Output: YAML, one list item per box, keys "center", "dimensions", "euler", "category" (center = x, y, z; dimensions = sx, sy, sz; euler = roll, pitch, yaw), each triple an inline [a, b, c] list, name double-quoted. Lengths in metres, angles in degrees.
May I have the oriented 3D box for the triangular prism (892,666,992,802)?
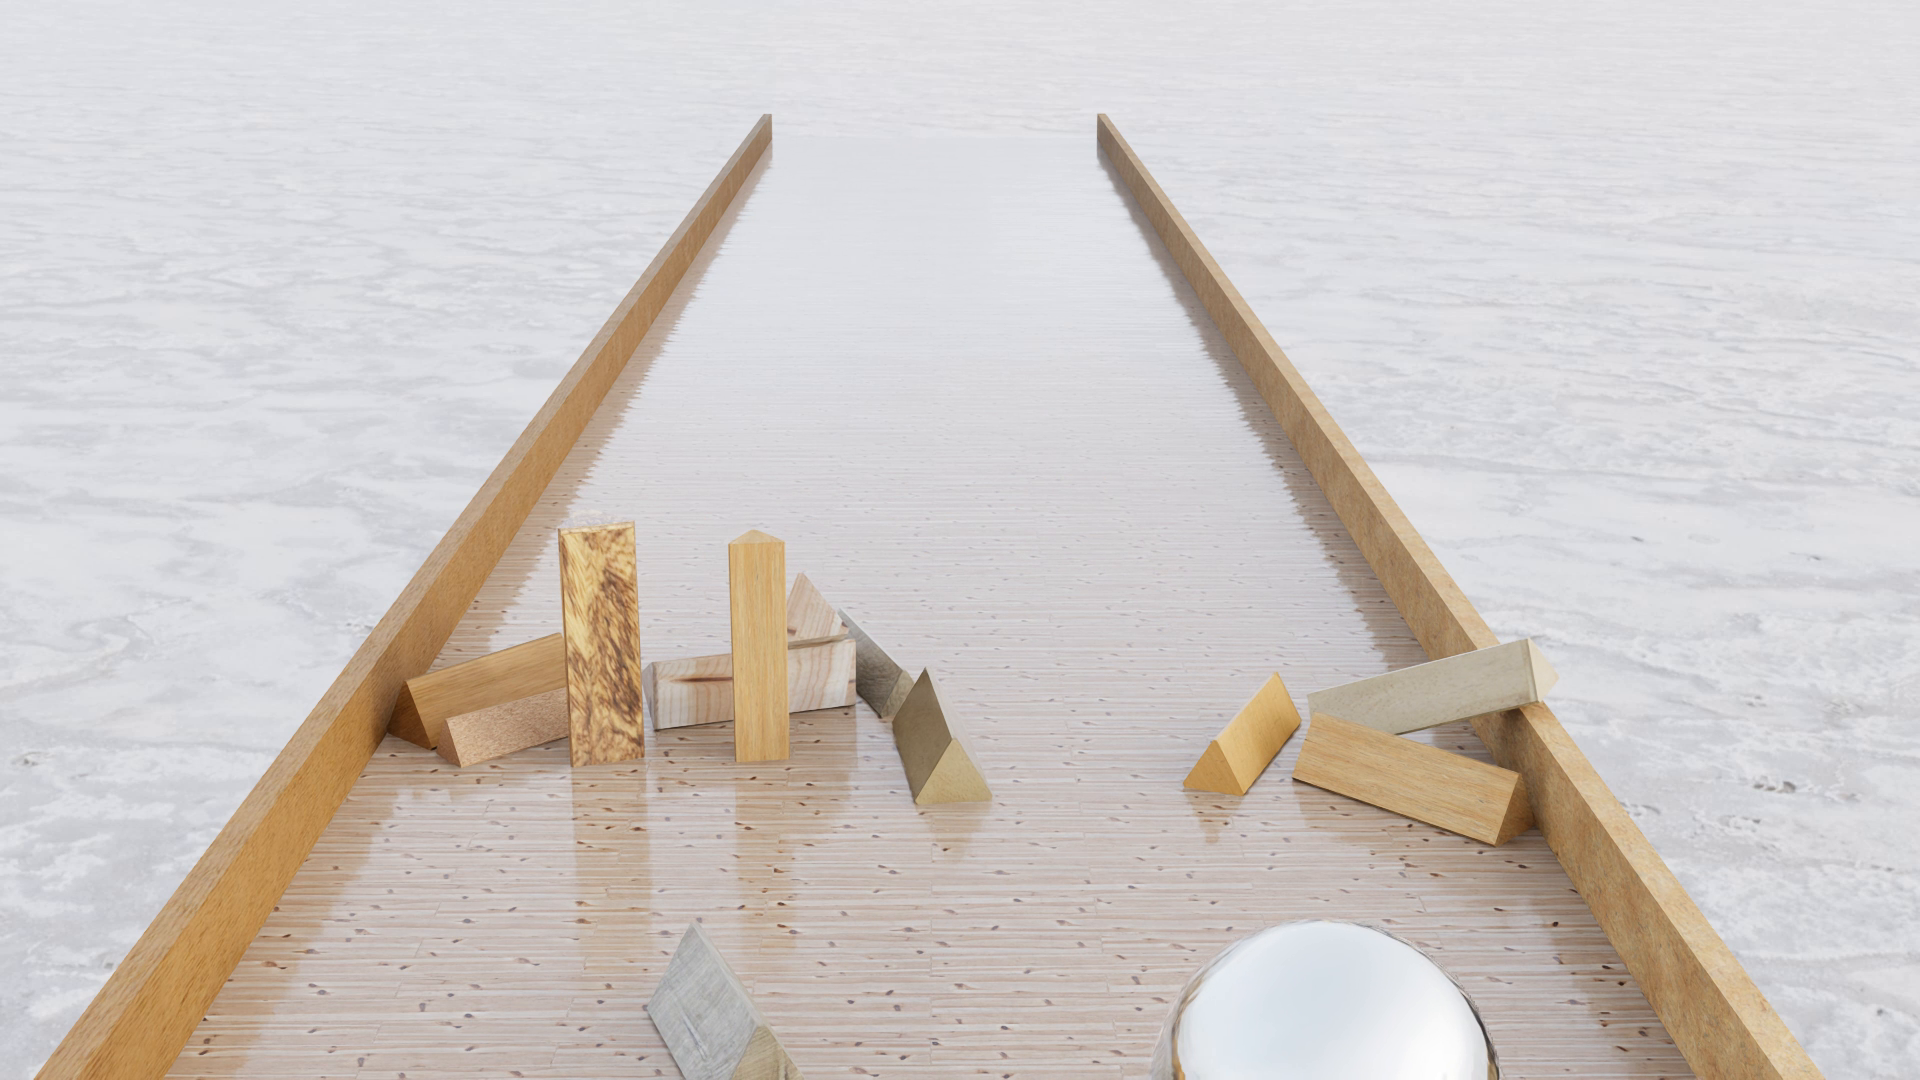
- center: [-0.035, 0.337, 3.886]
  dimensions: [0.130, 0.113, 0.365]
  euler: [-2, 17, -8]
  category: "triangular prism"

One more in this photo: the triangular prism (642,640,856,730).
- center: [-0.389, 0.245, 4.108]
  dimensions: [0.387, 0.114, 0.132]
  euler: [-6, 49, -19]
  category: "triangular prism"

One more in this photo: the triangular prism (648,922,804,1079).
- center: [-0.306, 0.624, 2.901]
  dimensions: [0.142, 0.123, 0.313]
  euler: [-7, 18, -21]
  category: "triangular prism"

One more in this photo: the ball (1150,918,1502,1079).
- center: [0.407, 0.620, 2.457]
  dimensions: [0.390, 0.390, 0.390]
  euler: [0, 17, 0]
  category: "ball"

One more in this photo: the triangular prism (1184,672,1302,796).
- center: [0.510, 0.336, 3.925]
  dimensions: [0.107, 0.093, 0.375]
  euler: [7, 18, 23]
  category: "triangular prism"

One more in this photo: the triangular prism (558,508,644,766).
- center: [-0.645, 0.168, 3.891]
  dimensions: [0.132, 0.439, 0.114]
  euler: [-6, 18, -21]
  category: "triangular prism"

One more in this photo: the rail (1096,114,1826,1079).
- center: [0.932, -0.844, 7.801]
  dimensions: [0.050, 0.150, 12.000]
  euler: [0, 17, -1]
  category: "rail"

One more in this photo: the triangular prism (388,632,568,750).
- center: [-0.884, 0.270, 4.104]
  dimensions: [0.134, 0.116, 0.355]
  euler: [14, 22, 39]
  category: "triangular prism"

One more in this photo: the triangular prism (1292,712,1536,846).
- center: [0.764, 0.390, 3.714]
  dimensions: [0.403, 0.108, 0.125]
  euler: [16, 23, 42]
  category: "triangular prism"

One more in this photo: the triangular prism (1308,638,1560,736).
- center: [0.812, 0.264, 3.842]
  dimensions: [0.436, 0.097, 0.112]
  euler: [-19, 8, 37]
  category: "triangular prism"

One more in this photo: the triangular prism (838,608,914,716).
- center: [-0.172, 0.230, 4.294]
  dimensions: [0.098, 0.085, 0.397]
  euler: [-6, 18, -19]
  category: "triangular prism"

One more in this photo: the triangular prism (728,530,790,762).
- center: [-0.358, 0.186, 3.893]
  dimensions: [0.097, 0.404, 0.084]
  euler: [-3, 17, -9]
  category: "triangular prism"

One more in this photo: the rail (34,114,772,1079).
- center: [-1.118, -0.838, 7.780]
  dimensions: [0.050, 0.150, 12.000]
  euler: [0, 17, -1]
  category: "rail"

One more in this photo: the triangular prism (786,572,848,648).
- center: [-0.311, 0.153, 4.220]
  dimensions: [0.142, 0.123, 0.334]
  euler: [-8, -10, -11]
  category: "triangular prism"

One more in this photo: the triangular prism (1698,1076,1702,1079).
- center: [0.916, 0.763, 2.510]
  dimensions: [0.094, 0.081, 0.445]
  euler: [-1, 17, -1]
  category: "triangular prism"
